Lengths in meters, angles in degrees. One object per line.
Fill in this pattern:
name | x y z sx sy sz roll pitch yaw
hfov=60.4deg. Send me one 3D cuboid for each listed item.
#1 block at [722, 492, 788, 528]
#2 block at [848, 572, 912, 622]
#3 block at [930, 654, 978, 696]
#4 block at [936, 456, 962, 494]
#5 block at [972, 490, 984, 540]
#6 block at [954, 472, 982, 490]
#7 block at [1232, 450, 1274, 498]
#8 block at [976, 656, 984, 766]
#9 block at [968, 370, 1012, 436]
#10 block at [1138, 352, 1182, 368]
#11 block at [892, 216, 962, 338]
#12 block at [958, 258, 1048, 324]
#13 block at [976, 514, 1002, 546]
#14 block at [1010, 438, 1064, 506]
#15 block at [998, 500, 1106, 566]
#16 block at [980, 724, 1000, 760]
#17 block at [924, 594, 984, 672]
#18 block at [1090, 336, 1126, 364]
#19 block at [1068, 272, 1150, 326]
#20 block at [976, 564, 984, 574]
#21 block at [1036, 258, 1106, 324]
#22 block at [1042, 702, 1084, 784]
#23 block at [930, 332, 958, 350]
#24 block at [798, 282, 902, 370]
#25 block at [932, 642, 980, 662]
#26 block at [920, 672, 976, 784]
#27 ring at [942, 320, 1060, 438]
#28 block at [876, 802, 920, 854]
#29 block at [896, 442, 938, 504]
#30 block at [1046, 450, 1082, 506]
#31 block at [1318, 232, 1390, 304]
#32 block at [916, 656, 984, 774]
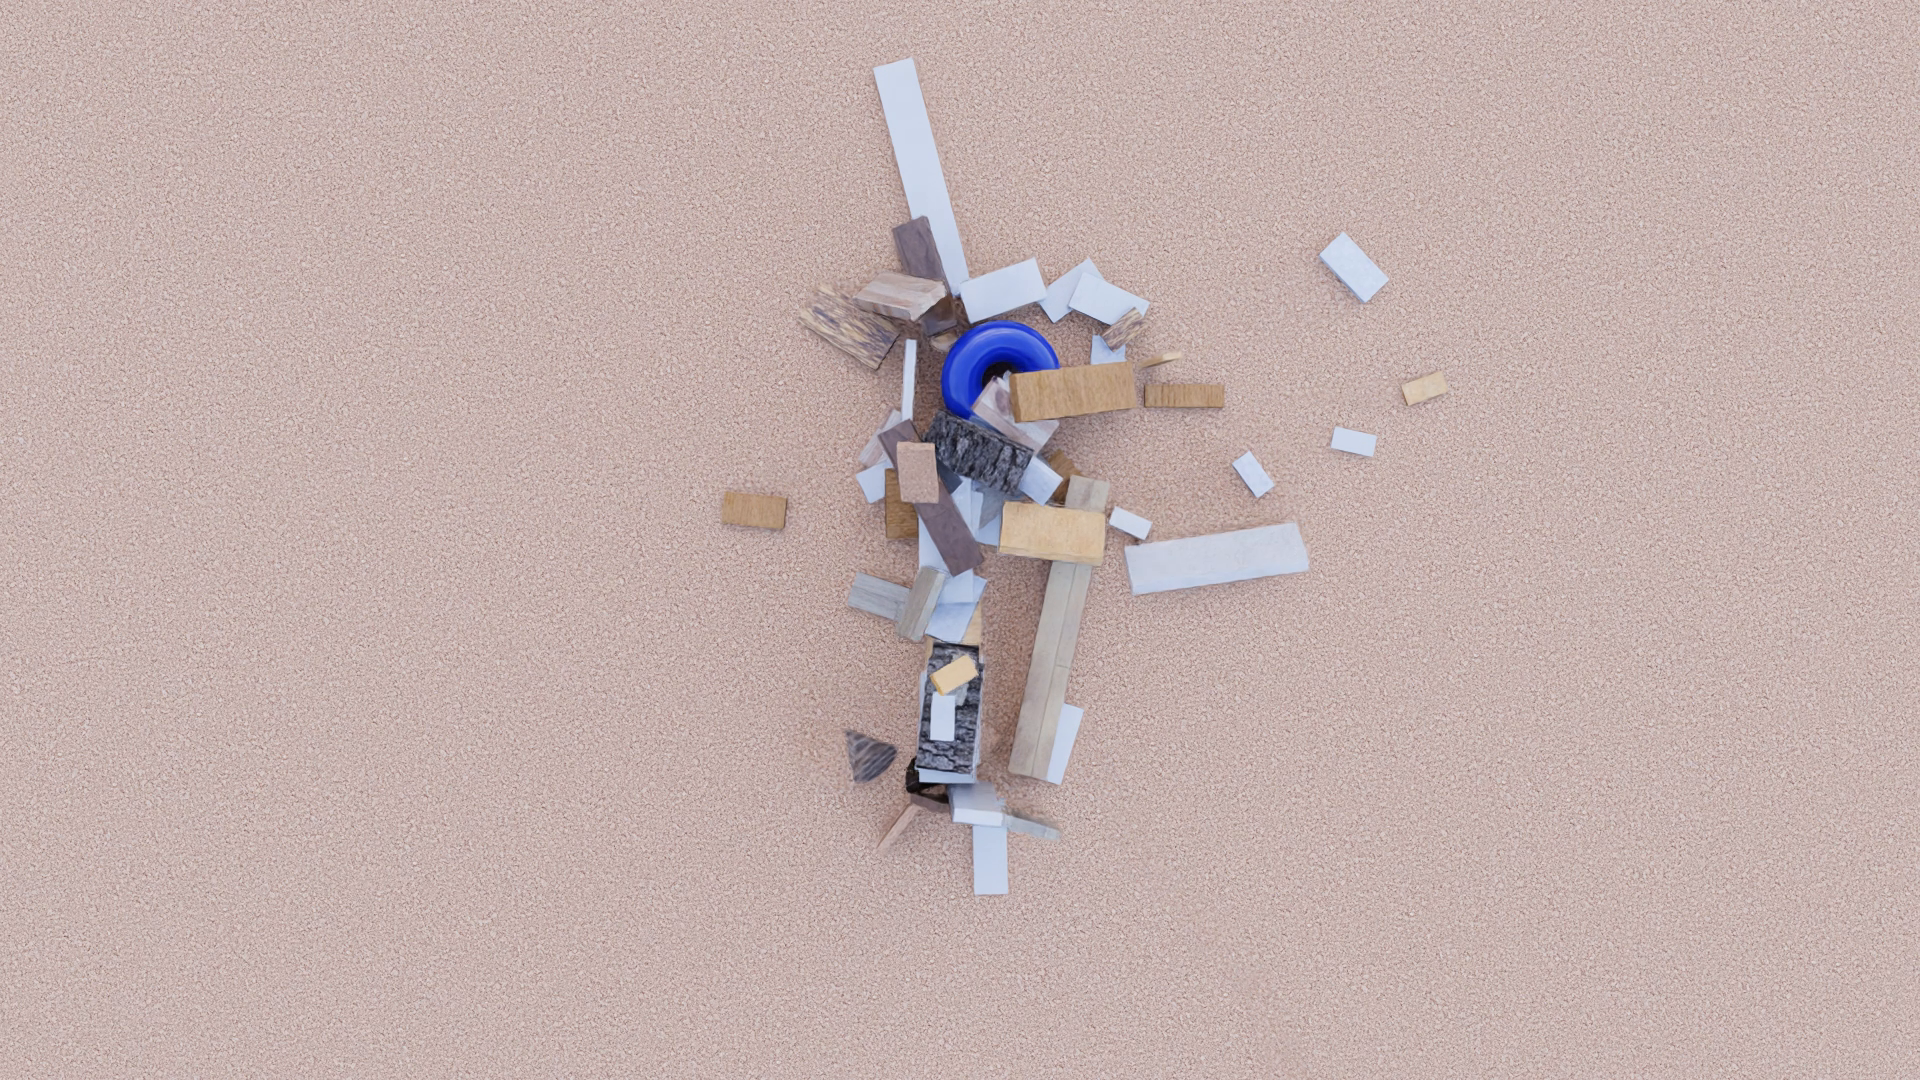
block | -0.684 -0.099 5.485 0.207 0.029 0.104 6 90 0
block | -0.248 0.195 5.484 0.230 0.033 0.115 18 90 0
block | -0.018 0.410 5.013 0.146 0.021 0.073 -27 90 -34
block | -0.068 -0.210 5.305 0.146 0.021 0.073 43 101 -2
block | 0.002 -0.047 5.415 0.120 0.034 0.239 10 95 5
block | 0.044 -0.231 5.462 0.113 0.032 0.227 15 96 3
block | 0.975 -0.218 5.490 0.071 0.020 0.142 -36 90 0
block | -0.017 0.558 5.419 0.176 0.050 0.353 1 75 7
block | 0.126 -0.415 5.346 0.122 0.035 0.245 38 95 -14
block | 0.655 -0.590 5.417 0.074 0.148 0.021 -12 90 -28
block | -0.111 -0.869 5.445 0.122 0.035 0.376 -18 89 23
block | 0.139 -0.824 5.442 0.269 0.038 0.135 -19 102 3
block | 0.054 -0.052 5.484 0.227 0.032 0.113 11 90 0
block | 0.214 -0.221 5.357 0.223 0.032 0.112 38 124 4
block | 0.301 -0.024 5.362 0.335 0.047 0.167 7 62 -3
block | 0.035 0.696 5.461 0.091 0.026 0.182 42 90 0
block | -0.020 0.332 5.425 0.176 0.050 0.353 1 76 7
block | 0.488 -0.564 5.484 0.111 0.031 0.221 4 90 0
block | 0.491 -0.781 5.460 0.245 0.035 0.122 23 95 -8
block | 0.051 0.067 5.476 0.013 0.047 0.095 -27 90 0
block | 0.369 -0.828 5.484 0.221 0.031 0.111 -35 90 0
block | 0.310 0.667 5.481 0.131 0.037 0.262 18 90 0
block | -0.044 -0.650 5.403 0.053 0.106 0.015 32 124 22
block | -0.368 -0.710 5.478 0.310 0.044 0.155 32 90 0
block | -0.023 0.475 5.210 0.146 0.041 0.293 4 88 4
block | -0.039 0.604 5.330 0.176 0.050 0.353 0 87 7
ring | 0.138 -0.518 5.415 0.404 0.135 0.404 -1 98 -7
block | -0.194 0.932 5.444 0.031 0.111 0.222 37 90 0
block | -0.132 -0.210 5.181 0.116 0.232 0.033 2 47 5
block | 0.361 -0.179 5.484 0.113 0.032 0.227 -40 90 0
block | 1.308 -0.905 5.484 0.111 0.031 0.221 -44 90 0
block | -0.030 0.543 5.113 0.171 0.049 0.343 7 90 4
